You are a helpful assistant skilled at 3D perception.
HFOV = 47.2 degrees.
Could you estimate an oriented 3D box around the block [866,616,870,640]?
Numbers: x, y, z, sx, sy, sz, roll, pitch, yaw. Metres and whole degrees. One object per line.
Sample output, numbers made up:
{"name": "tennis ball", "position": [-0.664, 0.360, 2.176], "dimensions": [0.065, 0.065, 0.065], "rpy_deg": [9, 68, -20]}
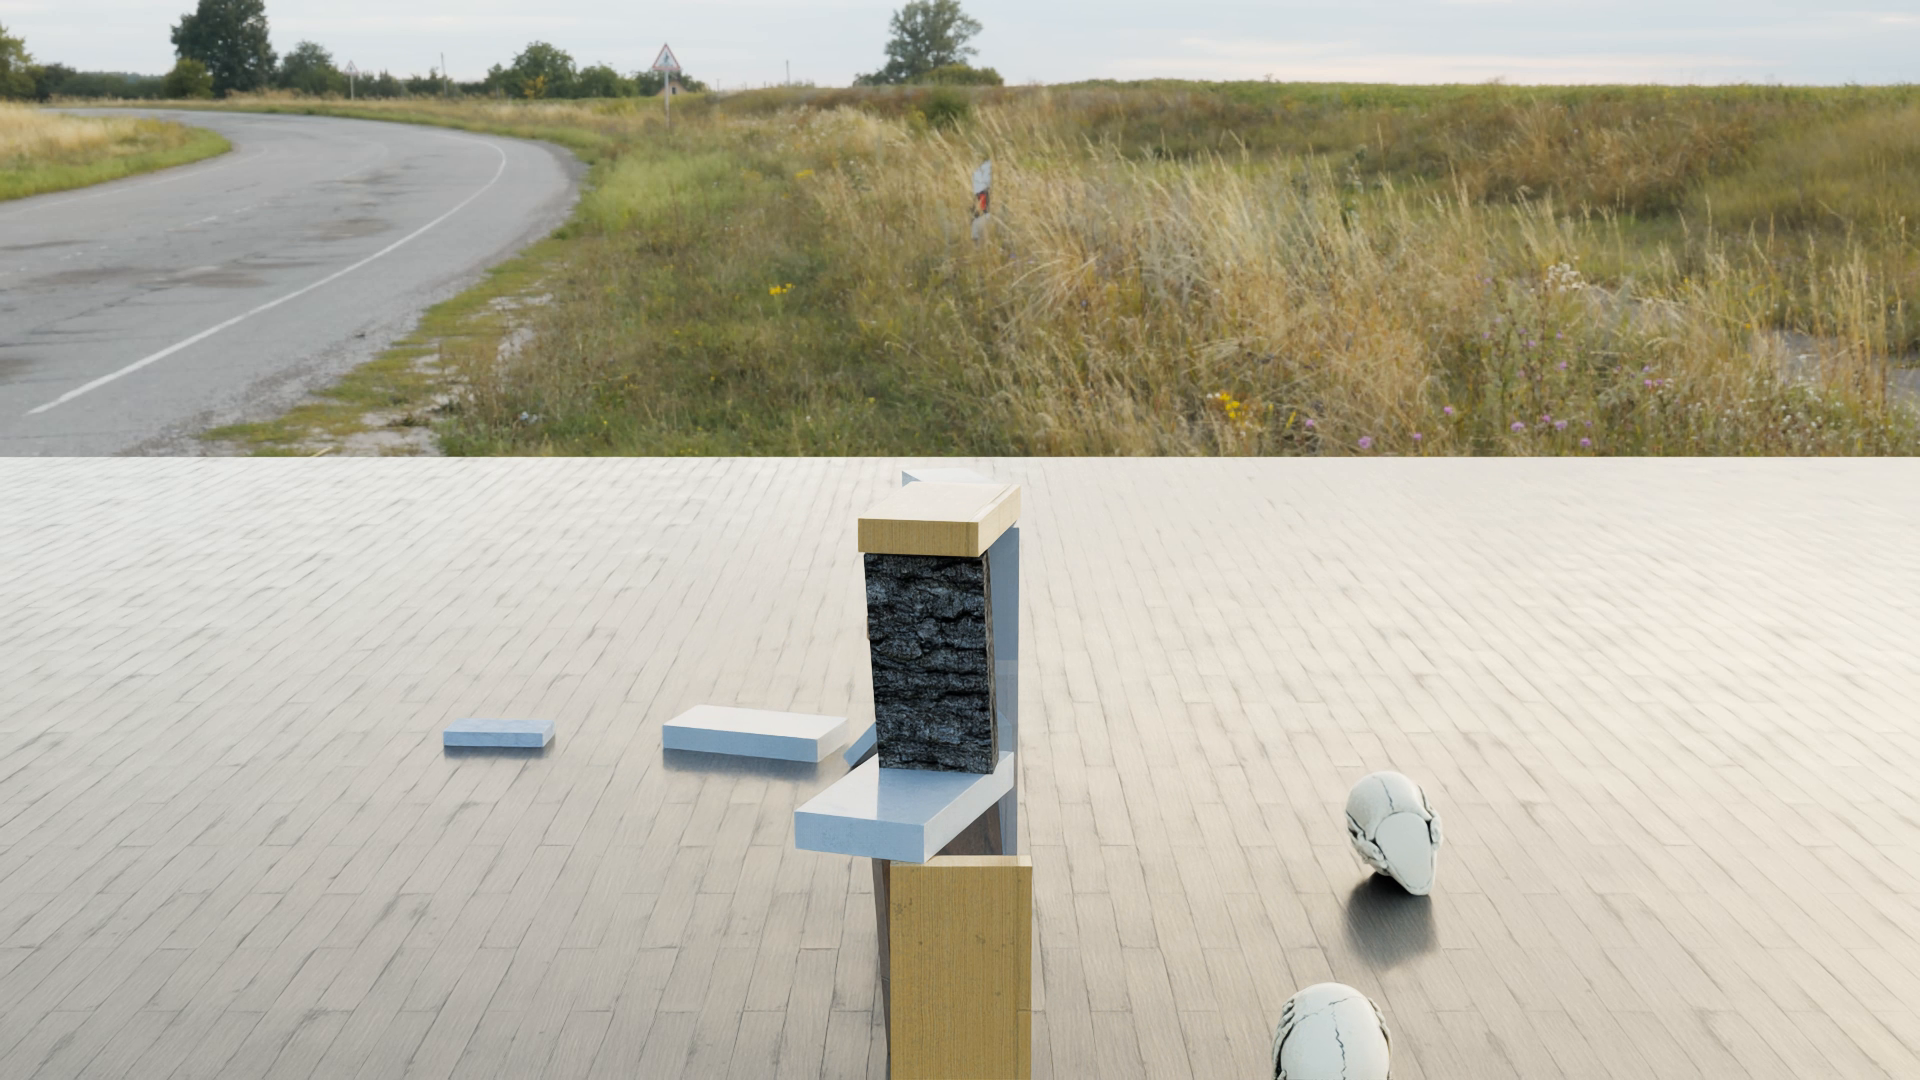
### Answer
{"name": "block", "position": [-0.042, 0.185, 4.024], "dimensions": [0.156, 0.044, 0.311], "rpy_deg": [-5, 12, -23]}

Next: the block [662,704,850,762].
{"name": "block", "position": [-0.422, 0.400, 4.560], "dimensions": [0.345, 0.049, 0.172], "rpy_deg": [4, 11, 18]}

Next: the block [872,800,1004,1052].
{"name": "block", "position": [-0.024, 0.525, 3.055], "dimensions": [0.176, 0.352, 0.050], "rpy_deg": [-4, -4, -19]}

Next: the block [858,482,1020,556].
{"name": "block", "position": [-0.023, -0.031, 2.951], "dimensions": [0.157, 0.045, 0.315], "rpy_deg": [2, 10, 11]}

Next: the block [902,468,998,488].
{"name": "block", "position": [-0.012, -0.093, 3.957], "dimensions": [0.123, 0.035, 0.246], "rpy_deg": [-3, 11, -17]}

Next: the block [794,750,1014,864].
{"name": "block", "position": [-0.068, 0.344, 2.926], "dimensions": [0.176, 0.050, 0.352], "rpy_deg": [4, 11, 19]}

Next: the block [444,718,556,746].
{"name": "block", "position": [-0.963, 0.402, 4.598], "dimensions": [0.209, 0.030, 0.104], "rpy_deg": [1, 11, 3]}

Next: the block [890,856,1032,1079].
{"name": "block", "position": [0.001, 0.576, 2.772], "dimensions": [0.176, 0.352, 0.050], "rpy_deg": [0, 7, 0]}

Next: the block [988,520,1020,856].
{"name": "block", "position": [0.003, 0.245, 3.120], "dimensions": [0.158, 0.556, 0.045], "rpy_deg": [0, 16, 0]}

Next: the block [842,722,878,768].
{"name": "block", "position": [-0.138, 0.369, 4.394], "dimensions": [0.030, 0.209, 0.104], "rpy_deg": [51, 31, 14]}

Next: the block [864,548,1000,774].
{"name": "block", "position": [-0.036, 0.158, 2.920], "dimensions": [0.158, 0.315, 0.045], "rpy_deg": [2, 24, 12]}
